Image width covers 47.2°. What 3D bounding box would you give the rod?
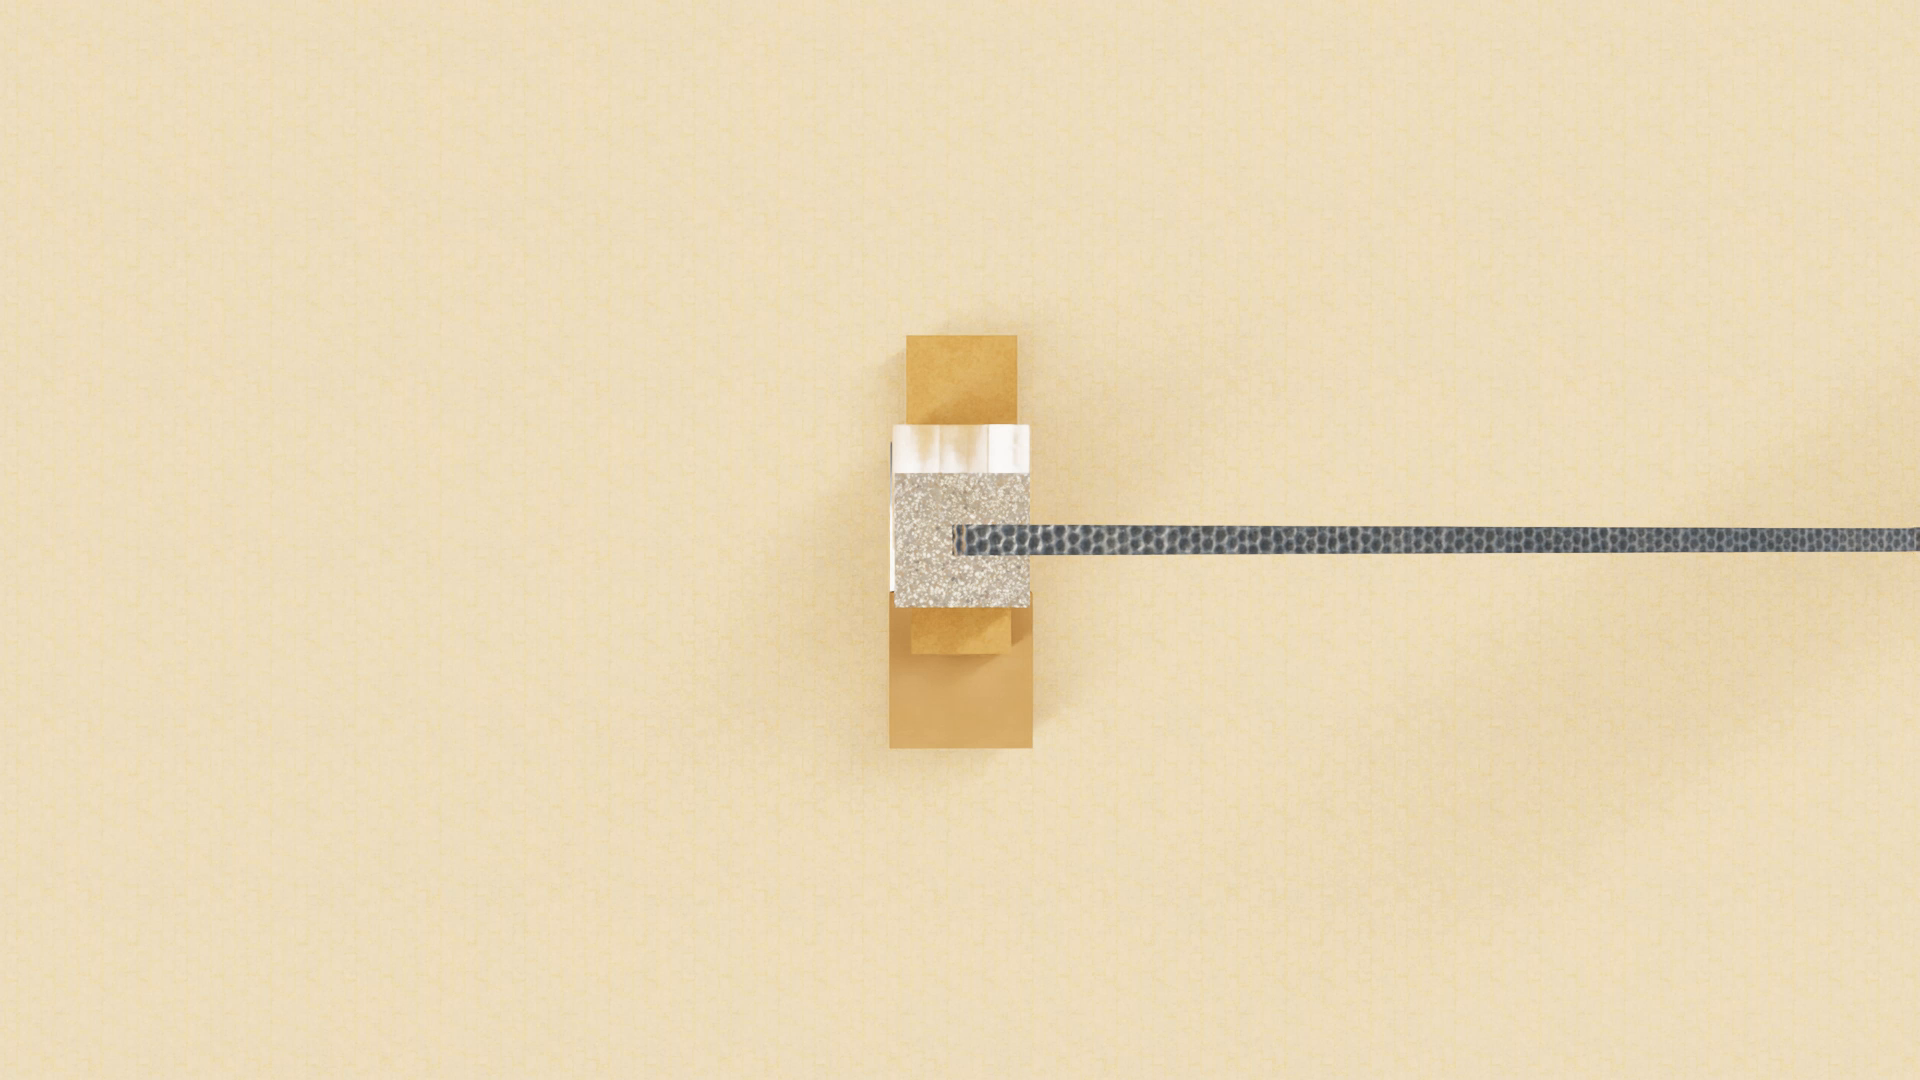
[{"bbox_3d":[2.234,0.000,6.960,5.200,0.080,0.080,0,90,-31],"label":"rod"}]

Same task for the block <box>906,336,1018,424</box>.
[{"bbox_3d":[0.010,-0.853,12.684,0.624,0.633,0.598,0,90,0],"label":"block"}]

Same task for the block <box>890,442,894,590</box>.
[{"bbox_3d":[-0.014,-0.131,12.589,0.745,0.822,0.824,0,90,0],"label":"block"}]

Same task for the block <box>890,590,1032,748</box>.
[{"bbox_3d":[0.005,0.721,12.573,0.793,0.854,0.861,0,90,0],"label":"block"}]

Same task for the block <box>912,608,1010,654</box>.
[{"bbox_3d":[0.006,0.328,11.861,0.525,0.572,0.542,0,90,0],"label":"block"}]

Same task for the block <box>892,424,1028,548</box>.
[{"bbox_3d":[0.003,-0.276,11.809,0.711,0.738,0.646,0,90,0],"label":"block"}]

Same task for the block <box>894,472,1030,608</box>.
[{"bbox_3d":[0.011,0.000,11.078,0.660,0.724,0.656,0,90,0],"label":"block"}]
